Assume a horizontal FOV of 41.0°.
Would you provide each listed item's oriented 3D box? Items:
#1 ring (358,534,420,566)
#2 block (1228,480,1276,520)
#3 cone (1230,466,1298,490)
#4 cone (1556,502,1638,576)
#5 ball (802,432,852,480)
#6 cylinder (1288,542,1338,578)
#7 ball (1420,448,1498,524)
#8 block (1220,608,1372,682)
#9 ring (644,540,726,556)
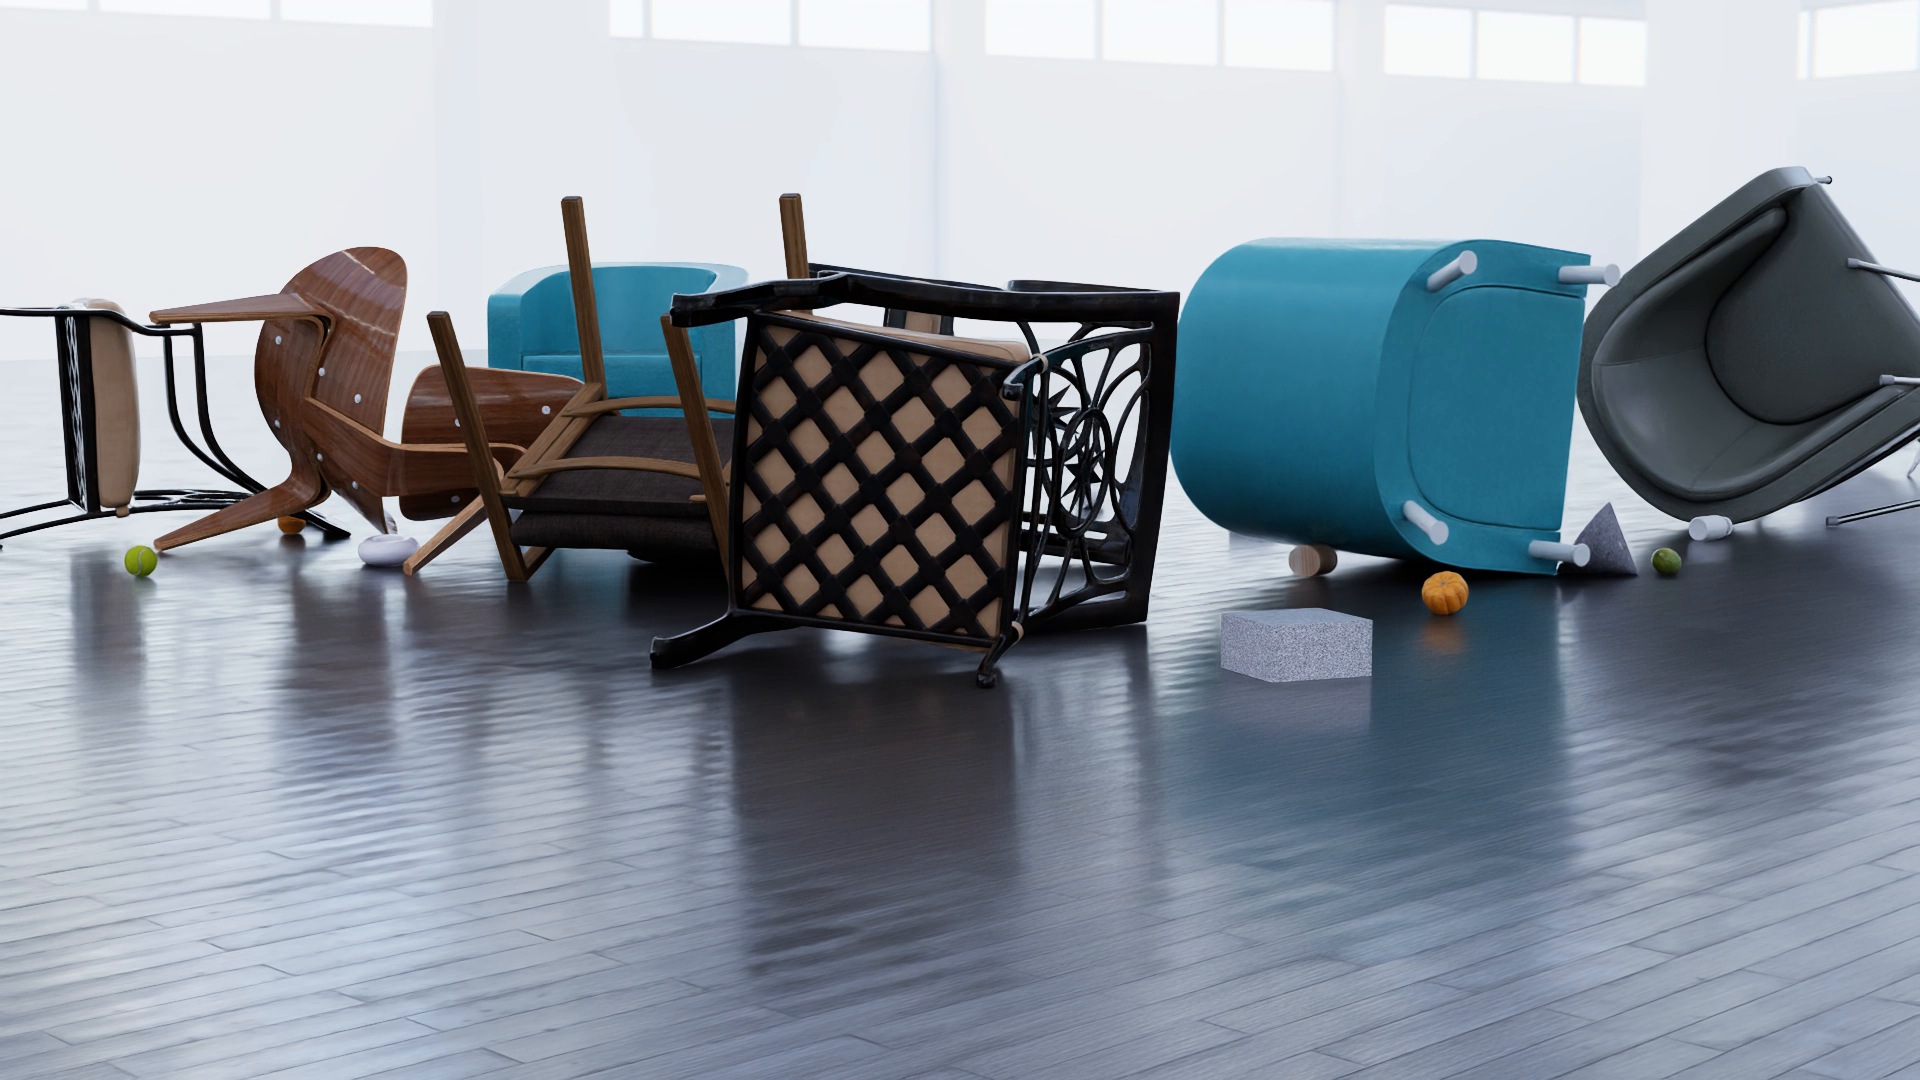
[{"bbox_3d":[-1.320,0.023,5.932,0.138,0.054,0.274,1,5,-6],"label":"ring"},{"bbox_3d":[0.806,-0.111,7.051,0.091,0.091,0.239,2,6,16],"label":"block"},{"bbox_3d":[0.949,-0.170,7.876,0.215,0.078,0.115,9,1,-17],"label":"cone"},{"bbox_3d":[1.440,0.036,5.673,0.145,0.190,0.294,37,18,15],"label":"cone"},{"bbox_3d":[-0.428,-0.269,8.263,0.155,0.155,0.155,0,6,0],"label":"ball"},{"bbox_3d":[0.776,0.044,5.637,0.084,0.071,0.069,-1,4,41],"label":"cylinder"},{"bbox_3d":[1.326,-0.145,6.822,0.204,0.204,0.204,0,6,0],"label":"ball"},{"bbox_3d":[0.560,0.173,4.277,0.187,0.093,0.175,-2,6,-22],"label":"block"},{"bbox_3d":[-0.651,0.018,6.083,0.196,0.033,0.106,-1,5,-7],"label":"ring"}]
